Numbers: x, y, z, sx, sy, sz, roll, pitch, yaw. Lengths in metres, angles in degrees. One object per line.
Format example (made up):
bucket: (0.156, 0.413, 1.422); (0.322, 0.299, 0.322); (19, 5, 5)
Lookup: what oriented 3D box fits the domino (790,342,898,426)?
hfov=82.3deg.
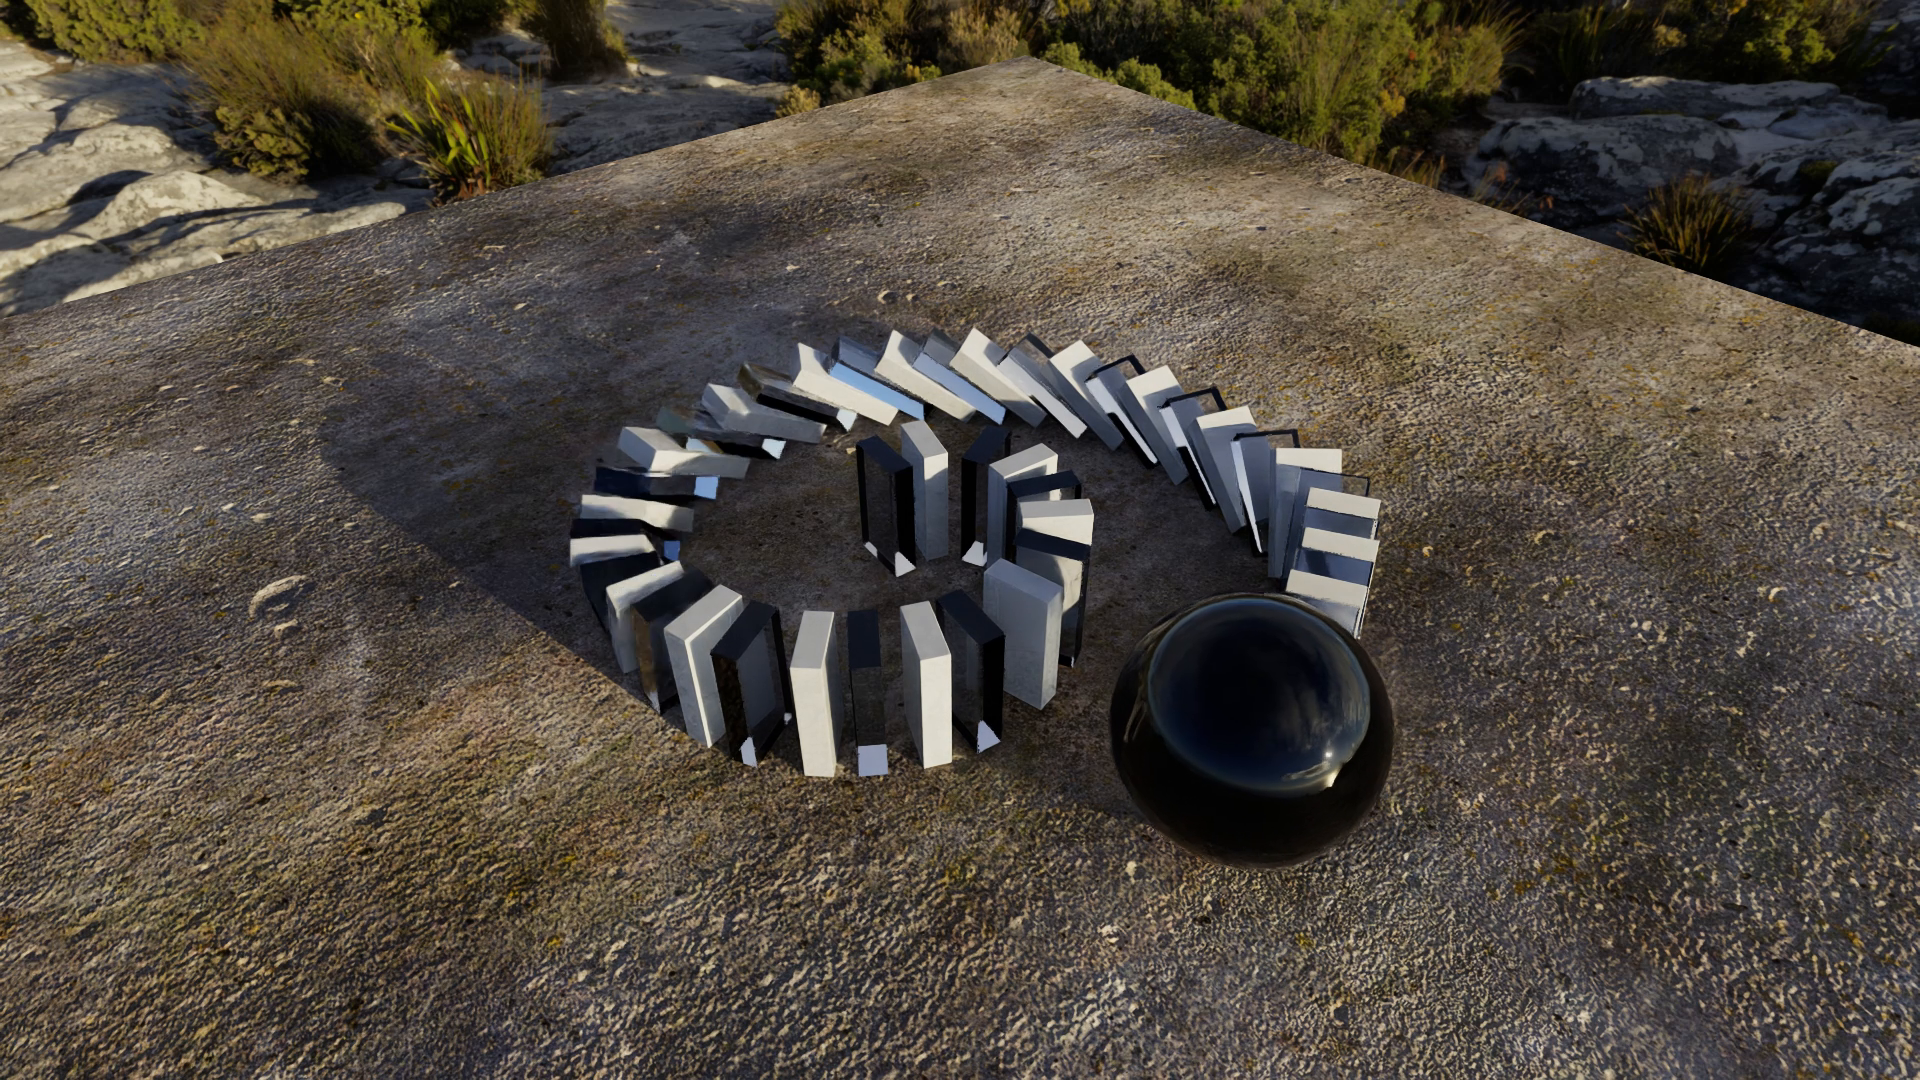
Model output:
domino: (-0.054, -0.073, 0.513); (0.050, 0.009, 0.025); (20, 32, -26)

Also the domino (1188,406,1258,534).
domino: (0.117, -0.030, 0.459); (0.025, 0.009, 0.050); (-14, 74, -17)

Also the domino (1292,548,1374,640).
domino: (0.124, 0.030, 0.379); (0.025, 0.050, 0.010); (11, 2, 13)

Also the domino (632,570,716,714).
domino: (-0.094, 0.035, 0.368); (0.025, 0.050, 0.009); (-31, 59, -33)

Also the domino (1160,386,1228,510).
domino: (0.108, -0.040, 0.472); (0.025, 0.010, 0.050); (-16, 73, -18)

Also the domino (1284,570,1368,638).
domino: (0.118, 0.037, 0.370); (0.025, 0.050, 0.009); (13, 2, 16)

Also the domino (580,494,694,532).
domino: (-0.126, -0.010, 0.432); (0.025, 0.009, 0.050); (5, -1, 7)

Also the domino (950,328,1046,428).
domino: (0.021, -0.076, 0.515); (0.050, 0.009, 0.025); (35, 37, -8)

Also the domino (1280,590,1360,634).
domino: (0.112, 0.044, 0.362); (0.025, 0.050, 0.009); (13, 2, 16)

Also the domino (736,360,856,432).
domino: (-0.074, -0.065, 0.502); (0.050, 0.010, 0.025); (14, 23, -40)

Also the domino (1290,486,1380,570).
domino: (0.137, 0.008, 0.406); (0.025, 0.050, 0.009); (12, 1, 13)

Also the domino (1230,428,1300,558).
domino: (0.128, -0.019, 0.445); (0.025, 0.010, 0.050); (-5, 75, -7)

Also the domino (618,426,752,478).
domino: (-0.117, -0.037, 0.470); (0.025, 0.010, 0.050); (32, 18, 33)

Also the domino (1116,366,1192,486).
domino: (0.093, -0.051, 0.485); (0.025, 0.010, 0.050); (-24, 77, -28)

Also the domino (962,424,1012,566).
domino: (0.010, -0.017, 0.432); (0.009, 0.050, 0.025); (17, 42, 19)

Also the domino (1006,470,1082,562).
domino: (0.031, -0.001, 0.413); (0.025, 0.050, 0.010); (-12, 41, -14)

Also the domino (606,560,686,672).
domino: (-0.107, 0.027, 0.379); (0.025, 0.050, 0.009); (-22, 67, -24)

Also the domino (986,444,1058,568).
domino: (0.024, -0.011, 0.424); (0.025, 0.050, 0.009); (-24, 45, -26)

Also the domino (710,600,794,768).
domino: (-0.066, 0.047, 0.354); (0.009, 0.050, 0.025); (14, 41, 16)

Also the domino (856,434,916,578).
domino: (-0.029, -0.013, 0.427); (0.010, 0.050, 0.025); (-24, 45, -27)

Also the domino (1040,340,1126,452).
domino: (0.063, -0.067, 0.506); (0.050, 0.010, 0.025); (48, 52, 7)

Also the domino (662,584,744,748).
domino: (-0.081, 0.042, 0.360); (0.009, 0.050, 0.025); (23, 45, 26)

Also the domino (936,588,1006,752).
domino: (0.003, 0.043, 0.359); (0.010, 0.050, 0.025); (-22, 44, -25)

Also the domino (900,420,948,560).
domino: (-0.014, -0.019, 0.435); (0.009, 0.050, 0.025); (-15, 42, -18)

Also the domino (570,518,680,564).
domino: (-0.125, 0.001, 0.415); (0.025, 0.050, 0.009); (1, 81, 1)

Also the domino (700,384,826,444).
domino: (-0.088, -0.057, 0.495); (0.050, 0.010, 0.025); (6, 29, -42)

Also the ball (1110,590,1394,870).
ball: (0.084, 0.055, 0.321); (0.080, 0.080, 0.080); (0, 39, 0)

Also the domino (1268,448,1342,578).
domino: (0.134, -0.010, 0.428); (0.025, 0.050, 0.010); (1, -1, 1)

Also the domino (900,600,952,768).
domino: (-0.011, 0.047, 0.354); (0.010, 0.050, 0.025); (-11, 41, -13)

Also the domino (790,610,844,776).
domino: (-0.045, 0.050, 0.351); (0.010, 0.050, 0.025); (2, 39, 3)

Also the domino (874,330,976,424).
domino: (-0.014, -0.077, 0.518); (0.050, 0.009, 0.025); (29, 38, -14)

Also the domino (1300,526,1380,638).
domino: (0.129, 0.022, 0.388); (0.025, 0.050, 0.009); (12, 1, 12)

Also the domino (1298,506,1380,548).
domino: (0.133, 0.015, 0.397); (0.025, 0.050, 0.009); (12, 1, 13)

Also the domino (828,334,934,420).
domino: (-0.036, -0.076, 0.516); (0.050, 0.010, 0.025); (24, 32, -20)

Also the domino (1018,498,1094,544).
domino: (0.034, 0.008, 0.401); (0.025, 0.050, 0.009); (-3, 39, -4)

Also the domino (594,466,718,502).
domino: (-0.123, -0.023, 0.451); (0.025, 0.009, 0.050); (12, 7, 17)

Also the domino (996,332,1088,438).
domino: (0.043, -0.072, 0.512); (0.050, 0.009, 0.025); (42, 47, 0)

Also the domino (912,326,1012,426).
domino: (0.003, -0.077, 0.517); (0.050, 0.009, 0.025); (33, 37, -12)

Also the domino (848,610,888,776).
domino: (-0.029, 0.049, 0.351); (0.010, 0.050, 0.025); (-4, 39, -4)

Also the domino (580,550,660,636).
domino: (-0.117, 0.019, 0.389); (0.025, 0.050, 0.010); (-11, 70, -13)

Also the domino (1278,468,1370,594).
domino: (0.137, 0.000, 0.416); (0.025, 0.050, 0.010); (10, 1, 12)

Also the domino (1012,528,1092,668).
domino: (0.031, 0.021, 0.386); (0.025, 0.050, 0.009); (14, 41, 17)

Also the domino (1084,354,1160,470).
domino: (0.081, -0.058, 0.496); (0.025, 0.009, 0.050); (-27, 76, -29)

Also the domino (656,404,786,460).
domino: (-0.104, -0.047, 0.482); (0.025, 0.010, 0.050); (36, 21, 36)

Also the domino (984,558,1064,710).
domino: (0.021, 0.032, 0.372); (0.025, 0.050, 0.010); (25, 45, 27)

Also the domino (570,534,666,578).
domino: (-0.122, 0.011, 0.400); (0.025, 0.050, 0.010); (-4, 72, -5)
